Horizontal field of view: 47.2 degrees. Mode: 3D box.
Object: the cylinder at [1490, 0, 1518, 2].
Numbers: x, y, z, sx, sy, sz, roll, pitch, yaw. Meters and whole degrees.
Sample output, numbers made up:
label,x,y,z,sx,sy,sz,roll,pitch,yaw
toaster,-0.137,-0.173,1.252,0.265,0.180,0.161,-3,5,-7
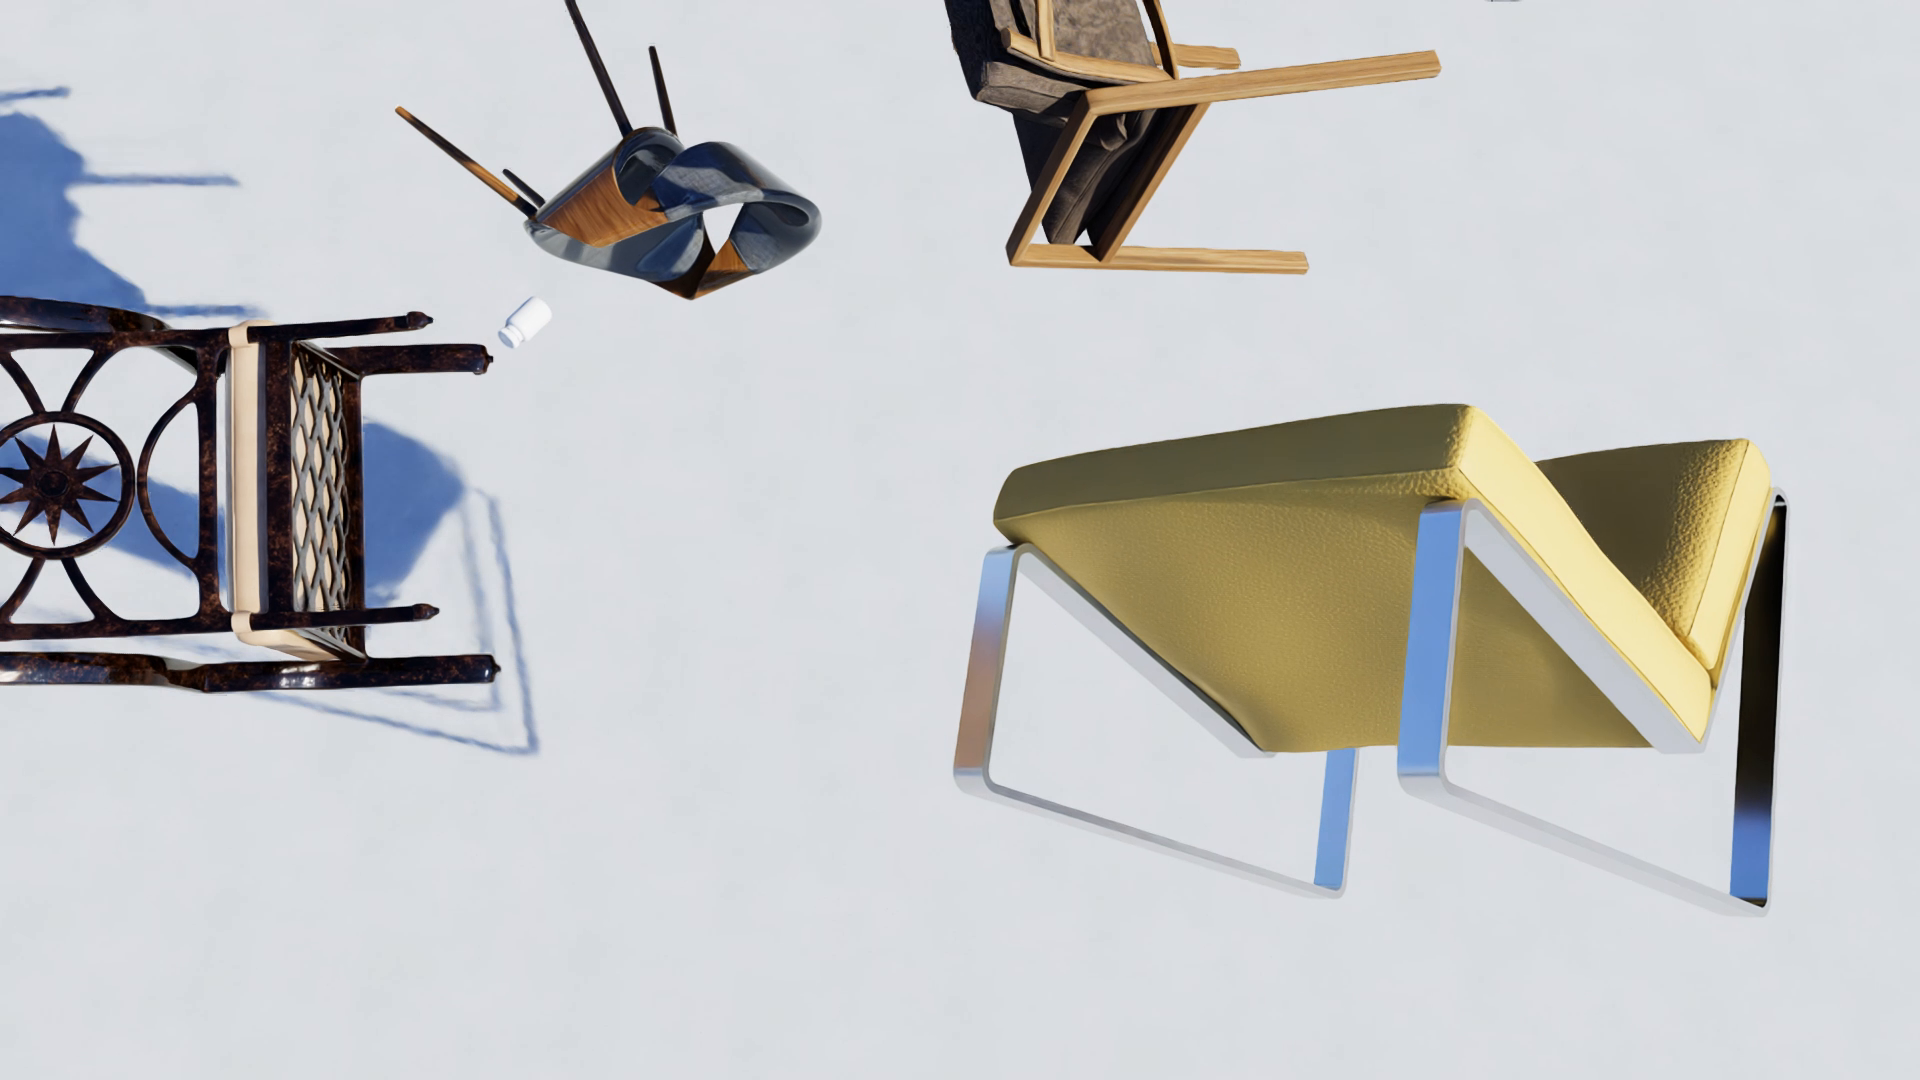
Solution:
label,x,y,z,sx,sy,sz,roll,pitch,yaw
cylinder,0.886,-1.074,3.830,0.257,0.168,0.313,-14,39,-28
